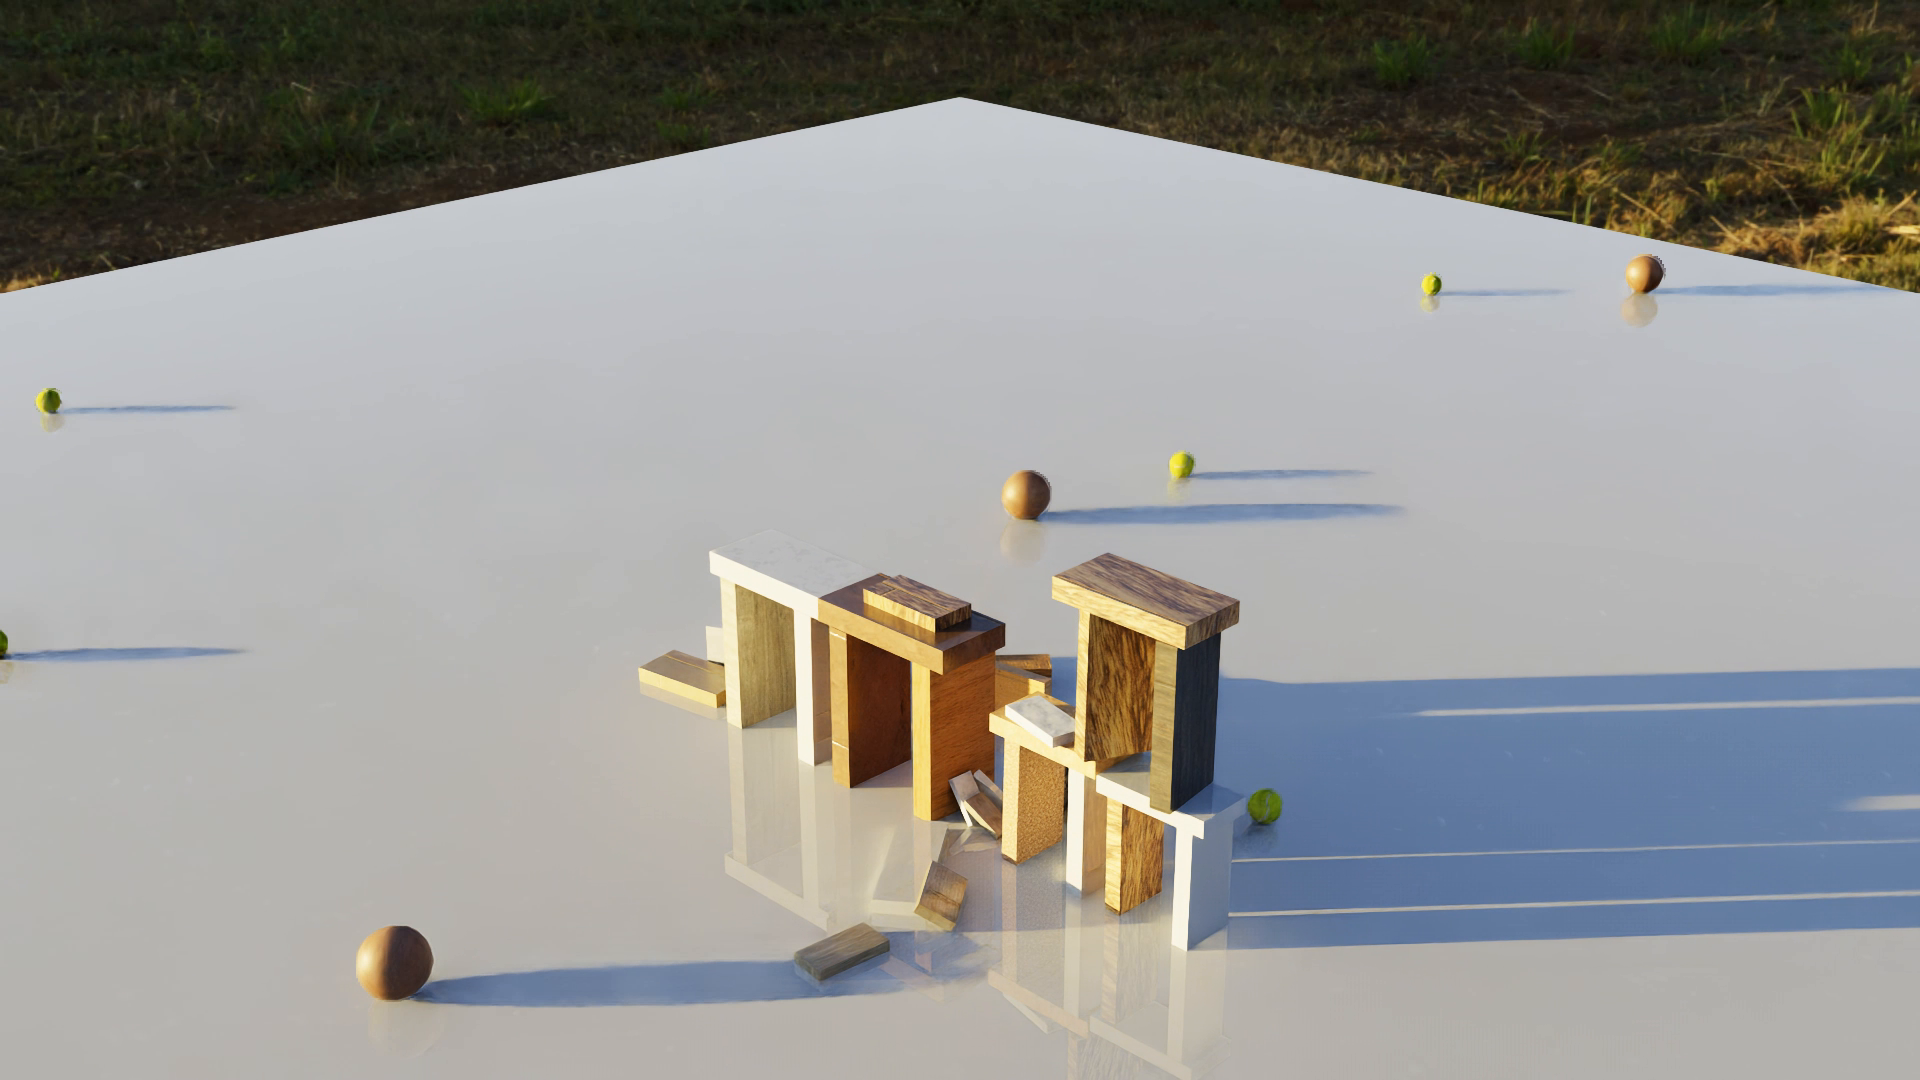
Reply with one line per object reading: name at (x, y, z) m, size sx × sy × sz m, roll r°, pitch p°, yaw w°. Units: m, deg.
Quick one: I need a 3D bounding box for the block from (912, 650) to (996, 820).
block at (-0.011, 0.376, 4.420) m, size 0.177 × 0.355 × 0.050 m, roll -20°, pitch 30°, yaw -39°

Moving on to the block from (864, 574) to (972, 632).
block at (-0.086, 0.125, 4.392) m, size 0.203 × 0.029 × 0.102 m, roll 21°, pitch 31°, yaw 40°

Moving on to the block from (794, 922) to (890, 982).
block at (-0.213, 0.744, 3.979) m, size 0.156 × 0.022 × 0.078 m, roll -18°, pitch 29°, yaw -36°

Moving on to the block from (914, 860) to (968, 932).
block at (-0.035, 0.666, 4.119) m, size 0.078 × 0.022 × 0.156 m, roll 29°, pitch 24°, yaw -4°

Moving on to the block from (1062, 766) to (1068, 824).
block at (0.176, 0.483, 4.363) m, size 0.029 × 0.203 × 0.102 m, roll 21°, pitch 31°, yaw 40°

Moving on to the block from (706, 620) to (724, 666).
block at (-0.462, 0.257, 5.005) m, size 0.233 × 0.117 × 0.033 m, roll 7°, pitch 24°, yaw 17°

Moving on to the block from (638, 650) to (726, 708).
block at (-0.601, 0.313, 4.981) m, size 0.233 × 0.033 × 0.117 m, roll 16°, pitch 28°, yaw 33°

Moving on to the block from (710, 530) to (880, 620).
block at (-0.348, 0.070, 4.640) m, size 0.348 × 0.049 × 0.174 m, roll 21°, pitch 31°, yaw 40°

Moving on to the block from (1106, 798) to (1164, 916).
block at (0.328, 0.567, 4.110) m, size 0.035 × 0.246 × 0.123 m, roll 21°, pitch 31°, yaw 41°

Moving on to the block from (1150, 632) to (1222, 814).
block at (0.399, 0.307, 3.898) m, size 0.043 × 0.329 × 0.152 m, roll 16°, pitch 28°, yaw 33°

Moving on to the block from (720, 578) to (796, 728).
block at (-0.430, 0.221, 4.794) m, size 0.174 × 0.348 × 0.049 m, roll -20°, pitch 30°, yaw -39°

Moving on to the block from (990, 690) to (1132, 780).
block at (0.199, 0.367, 4.160) m, size 0.268 × 0.038 × 0.134 m, roll 21°, pitch 31°, yaw 40°

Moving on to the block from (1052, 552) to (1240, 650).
block at (0.327, 0.105, 3.896) m, size 0.303 × 0.043 × 0.152 m, roll 21°, pitch 31°, yaw 40°

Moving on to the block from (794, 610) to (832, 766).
block at (-0.264, 0.286, 4.640) m, size 0.049 × 0.348 × 0.174 m, roll 22°, pitch 31°, yaw 40°

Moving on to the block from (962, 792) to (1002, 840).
block at (0.058, 0.551, 4.388) m, size 0.050 × 0.014 × 0.101 m, roll -23°, pitch 59°, yaw -43°

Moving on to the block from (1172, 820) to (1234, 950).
block at (0.442, 0.613, 4.003) m, size 0.035 × 0.246 × 0.123 m, roll 21°, pitch 31°, yaw 40°

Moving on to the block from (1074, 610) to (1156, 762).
block at (0.291, 0.250, 4.001) m, size 0.152 × 0.303 × 0.043 m, roll -8°, pitch 25°, yaw -19°

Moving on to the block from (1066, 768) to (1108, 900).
block at (0.263, 0.533, 4.162) m, size 0.038 × 0.268 × 0.134 m, roll 21°, pitch 31°, yaw 41°

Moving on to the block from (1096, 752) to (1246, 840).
block at (0.382, 0.462, 3.998) m, size 0.246 × 0.035 × 0.123 m, roll 20°, pitch 30°, yaw 39°

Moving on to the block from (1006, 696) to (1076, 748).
block at (0.161, 0.342, 4.142) m, size 0.078 × 0.022 × 0.156 m, roll -14°, pitch 27°, yaw -30°

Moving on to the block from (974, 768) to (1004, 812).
block at (0.065, 0.511, 4.434) m, size 0.101 × 0.050 × 0.014 m, roll 43°, pitch 63°, yaw 14°

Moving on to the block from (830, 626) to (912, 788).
block at (-0.184, 0.320, 4.554) m, size 0.050 × 0.355 × 0.177 m, roll 21°, pitch 31°, yaw 41°

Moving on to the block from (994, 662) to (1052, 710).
block at (0.108, 0.330, 4.851) m, size 0.206 × 0.103 × 0.029 m, roll 16°, pitch 28°, yaw 33°

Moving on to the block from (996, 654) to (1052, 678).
block at (0.128, 0.286, 4.983) m, size 0.154 × 0.022 × 0.077 m, roll -1°, pitch 23°, yaw -2°

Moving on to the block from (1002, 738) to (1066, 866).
block at (0.144, 0.486, 4.272) m, size 0.038 × 0.268 × 0.134 m, roll 22°, pitch 32°, yaw 40°

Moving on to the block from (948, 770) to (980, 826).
block at (0.019, 0.520, 4.422) m, size 0.050 × 0.101 × 0.014 m, roll -20°, pitch -6°, yaw -39°

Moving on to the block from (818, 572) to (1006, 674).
block at (-0.099, 0.164, 4.402) m, size 0.355 × 0.050 × 0.177 m, roll 21°, pitch 31°, yaw 40°

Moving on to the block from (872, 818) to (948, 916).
block at (-0.094, 0.629, 4.242) m, size 0.102 × 0.029 × 0.302 m, roll 3°, pitch 23°, yaw 7°
